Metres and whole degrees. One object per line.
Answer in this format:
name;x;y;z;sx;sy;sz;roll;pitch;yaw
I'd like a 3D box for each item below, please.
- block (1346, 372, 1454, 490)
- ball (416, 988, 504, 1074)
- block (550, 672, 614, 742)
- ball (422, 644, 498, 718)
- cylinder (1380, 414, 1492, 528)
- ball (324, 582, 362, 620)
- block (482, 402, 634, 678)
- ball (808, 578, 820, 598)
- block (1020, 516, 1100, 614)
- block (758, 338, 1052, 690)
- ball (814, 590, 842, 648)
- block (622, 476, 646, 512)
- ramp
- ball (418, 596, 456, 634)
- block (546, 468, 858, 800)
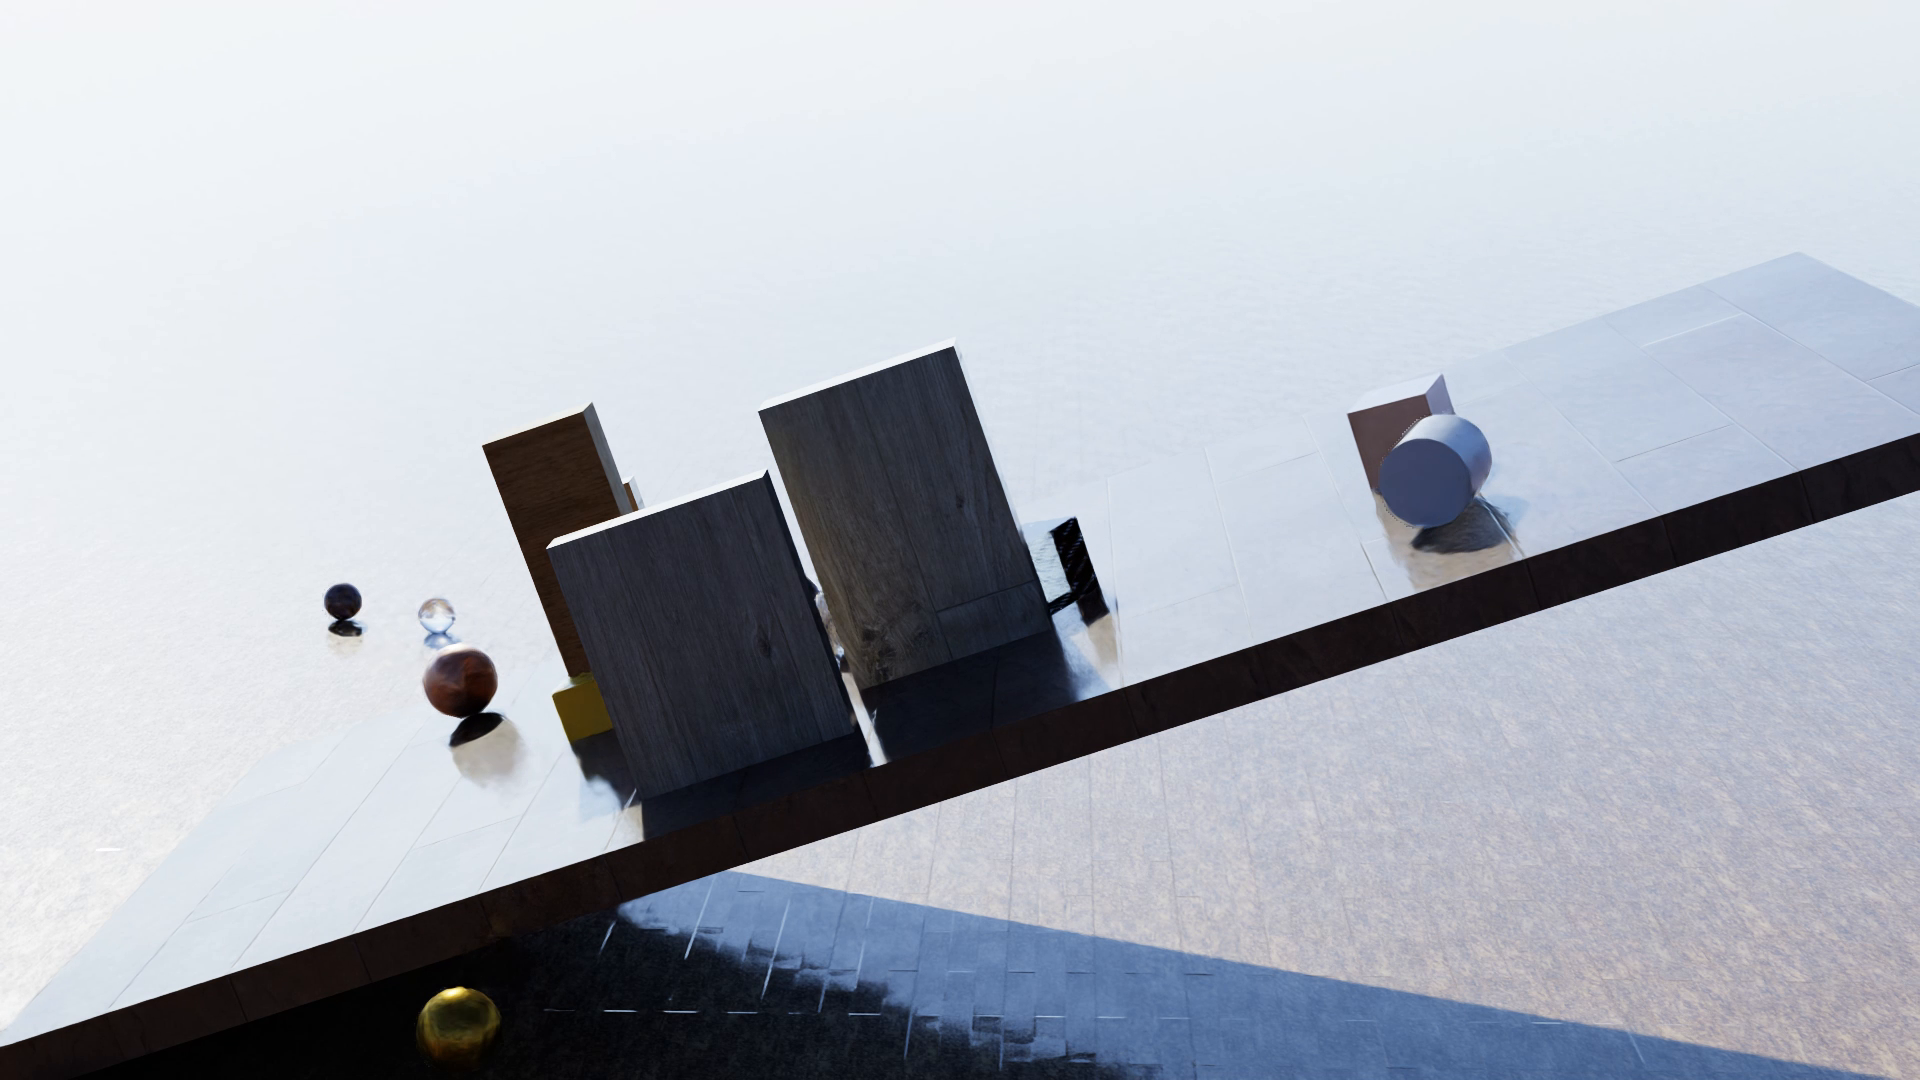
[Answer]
block;0.936;-0.228;6.164;0.172;0.172;0.172;-14;12;25
ball;-0.882;0.866;5.189;0.152;0.152;0.152;0;12;0
block;-0.812;0.358;6.440;0.114;0.114;0.114;-18;11;9
ball;-1.195;0.337;7.038;0.178;0.178;0.178;0;12;0
cylinder;0.924;-0.136;5.709;0.179;0.179;0.179;5;19;22
ball;-1.946;0.193;9.275;0.120;0.120;0.120;0;12;0
block;-0.842;0.039;6.648;0.240;0.648;0.141;-18;11;6
ball;-0.380;0.140;6.750;0.122;0.122;0.122;0;12;0
block;0.161;0.059;6.122;0.158;0.158;0.158;-9;15;43
block;-0.107;-0.052;5.938;0.412;0.606;0.122;-18;11;6
ball;-0.245;0.158;6.352;0.151;0.151;0.151;0;12;0
block;-0.838;0.077;7.103;0.243;0.404;0.084;-18;11;6
ramp;0.107;0.180;6.305;4.000;0.100;2.000;-18;11;6
ball;-1.619;0.232;9.101;0.116;0.116;0.116;0;12;0
block;-0.493;0.183;5.657;0.438;0.525;0.091;-18;11;6
